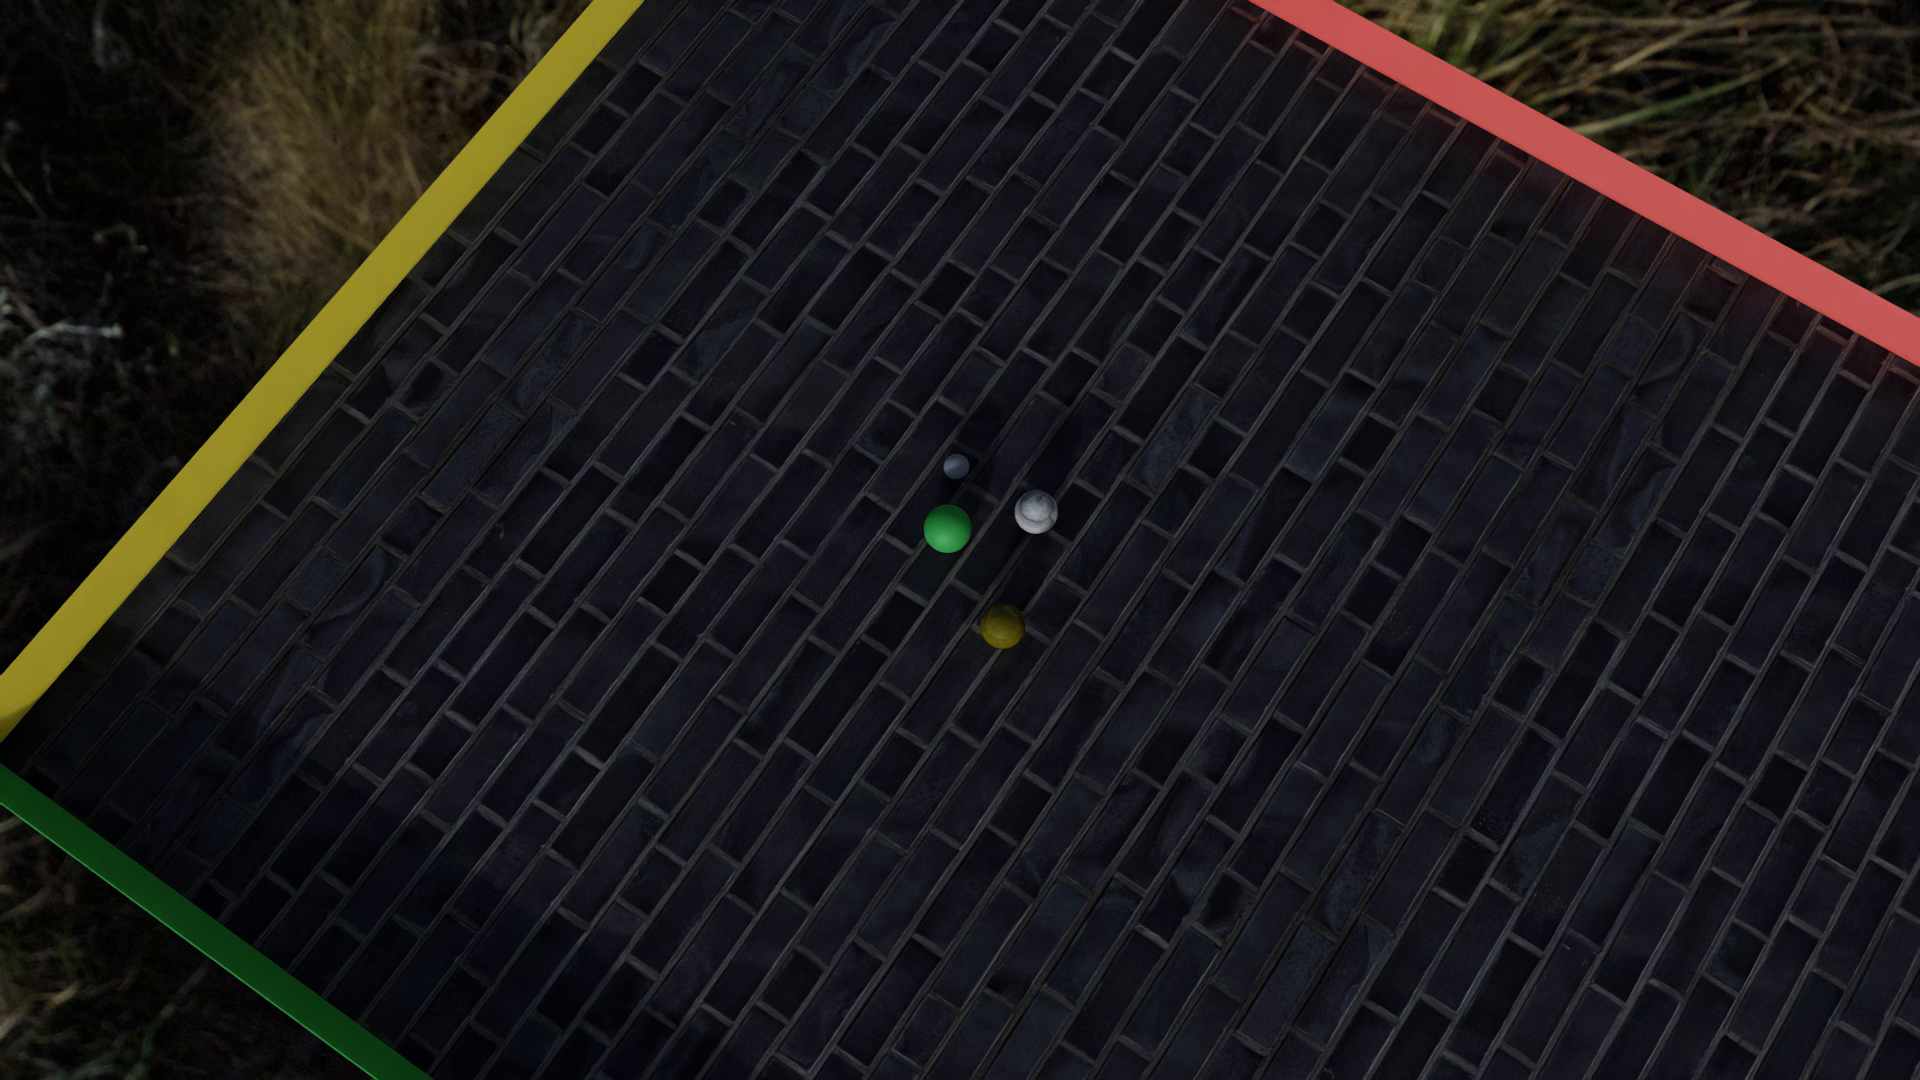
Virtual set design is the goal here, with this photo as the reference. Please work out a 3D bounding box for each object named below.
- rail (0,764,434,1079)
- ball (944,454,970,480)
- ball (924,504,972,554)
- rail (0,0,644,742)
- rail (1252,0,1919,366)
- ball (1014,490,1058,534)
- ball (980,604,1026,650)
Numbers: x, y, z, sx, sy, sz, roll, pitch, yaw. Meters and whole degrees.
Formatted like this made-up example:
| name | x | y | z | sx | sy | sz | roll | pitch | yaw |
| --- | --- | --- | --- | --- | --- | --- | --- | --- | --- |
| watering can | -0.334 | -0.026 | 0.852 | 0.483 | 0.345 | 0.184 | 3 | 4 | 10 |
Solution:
| name | x | y | z | sx | sy | sz | roll | pitch | yaw |
| --- | --- | --- | --- | --- | --- | --- | --- | --- | --- |
| rail | 0.248 | 1.426 | 2.895 | 4.268 | 0.101 | 0.045 | 32 | 72 | 12 |
| ball | -0.006 | -0.118 | 3.544 | 0.043 | 0.043 | 0.043 | 0 | 68 | 0 |
| ball | -0.020 | -0.018 | 3.485 | 0.078 | 0.078 | 0.078 | 0 | 68 | 0 |
| rail | -0.865 | -0.548 | 3.683 | 0.045 | 0.101 | 2.330 | 32 | 72 | 12 |
| rail | 1.522 | -0.333 | 3.597 | 4.268 | 0.101 | 0.045 | 32 | 72 | 12 |
| ball | 0.121 | -0.044 | 3.500 | 0.070 | 0.070 | 0.070 | 0 | 68 | 0 |
| ball | 0.067 | 0.134 | 3.428 | 0.071 | 0.071 | 0.071 | 0 | 68 | 0 |
